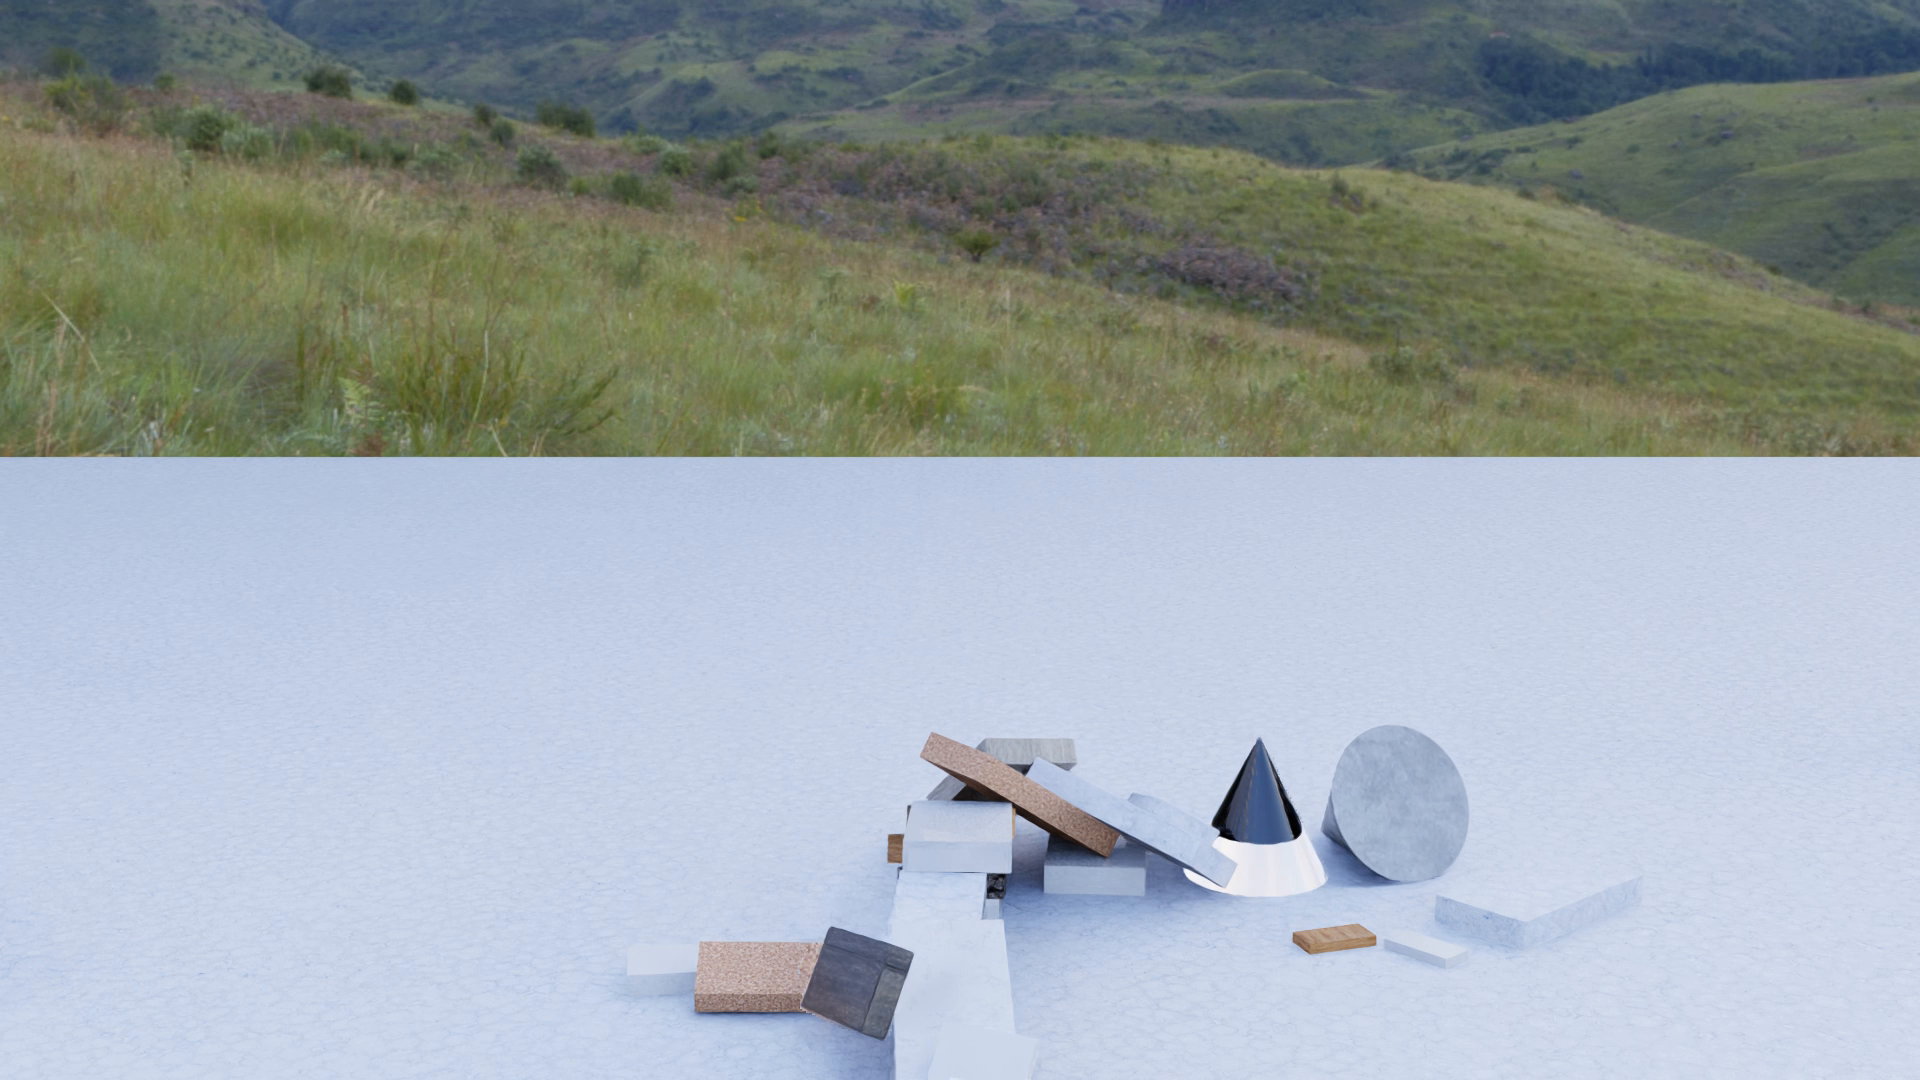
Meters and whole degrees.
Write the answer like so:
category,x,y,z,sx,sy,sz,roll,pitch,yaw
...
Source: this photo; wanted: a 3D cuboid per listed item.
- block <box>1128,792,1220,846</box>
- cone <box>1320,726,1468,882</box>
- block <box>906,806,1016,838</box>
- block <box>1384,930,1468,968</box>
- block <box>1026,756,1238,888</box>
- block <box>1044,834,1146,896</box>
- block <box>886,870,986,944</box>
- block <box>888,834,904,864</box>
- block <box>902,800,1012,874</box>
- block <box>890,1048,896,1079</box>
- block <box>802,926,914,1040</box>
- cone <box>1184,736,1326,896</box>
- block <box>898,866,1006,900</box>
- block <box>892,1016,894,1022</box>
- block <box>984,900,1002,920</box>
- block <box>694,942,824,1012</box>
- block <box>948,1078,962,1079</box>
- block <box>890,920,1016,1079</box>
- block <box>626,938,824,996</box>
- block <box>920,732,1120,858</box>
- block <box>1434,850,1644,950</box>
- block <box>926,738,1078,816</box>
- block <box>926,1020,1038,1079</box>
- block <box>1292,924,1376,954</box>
category,x,y,z,sx,sy,sz,roll,pitch,yaw
block,0.361,0.481,3.781,0.117,0.033,0.235,29,-7,-4
cone,0.705,0.489,3.878,0.272,0.272,0.272,-5,-15,-24
block,-0.003,0.480,3.758,0.168,0.048,0.336,2,-7,-3
block,0.720,0.632,3.398,0.058,0.016,0.116,-9,14,-41
block,0.286,0.474,3.692,0.344,0.047,0.164,24,-9,35
block,0.240,0.537,3.825,0.168,0.048,0.336,1,11,5
block,-0.033,0.549,3.147,0.129,0.037,0.258,1,18,4
block,-0.020,0.517,3.678,0.161,0.046,0.322,1,-7,6
block,0.000,0.459,3.418,0.161,0.046,0.322,1,4,1
block,-0.011,0.706,2.926,0.154,0.044,0.309,0,11,3
block,-0.142,0.600,2.993,0.034,0.119,0.296,23,-12,-16
cone,0.507,0.451,3.749,0.243,0.243,0.243,0,10,0
block,-0.010,0.539,3.478,0.161,0.046,0.322,0,-8,2
block,-0.016,0.636,3.123,0.154,0.044,0.309,0,-2,3
block,-0.002,0.575,3.434,0.129,0.037,0.258,0,-8,2
block,-0.266,0.637,3.211,0.235,0.033,0.117,1,28,-3
block,0.006,0.733,2.561,0.119,0.034,0.239,4,34,21
block,-0.010,0.618,2.891,0.154,0.044,0.309,-2,30,-2
block,-0.344,0.641,3.305,0.308,0.033,0.117,-1,11,-7
block,0.101,0.427,3.678,0.328,0.047,0.164,34,-11,-34
block,0.944,0.583,3.579,0.336,0.048,0.168,-9,14,-41
block,0.071,0.427,3.906,0.164,0.047,0.329,2,-24,-19
block,0.010,0.699,2.686,0.119,0.034,0.238,9,38,12
block,0.586,0.624,3.441,0.116,0.016,0.058,-4,11,-19
